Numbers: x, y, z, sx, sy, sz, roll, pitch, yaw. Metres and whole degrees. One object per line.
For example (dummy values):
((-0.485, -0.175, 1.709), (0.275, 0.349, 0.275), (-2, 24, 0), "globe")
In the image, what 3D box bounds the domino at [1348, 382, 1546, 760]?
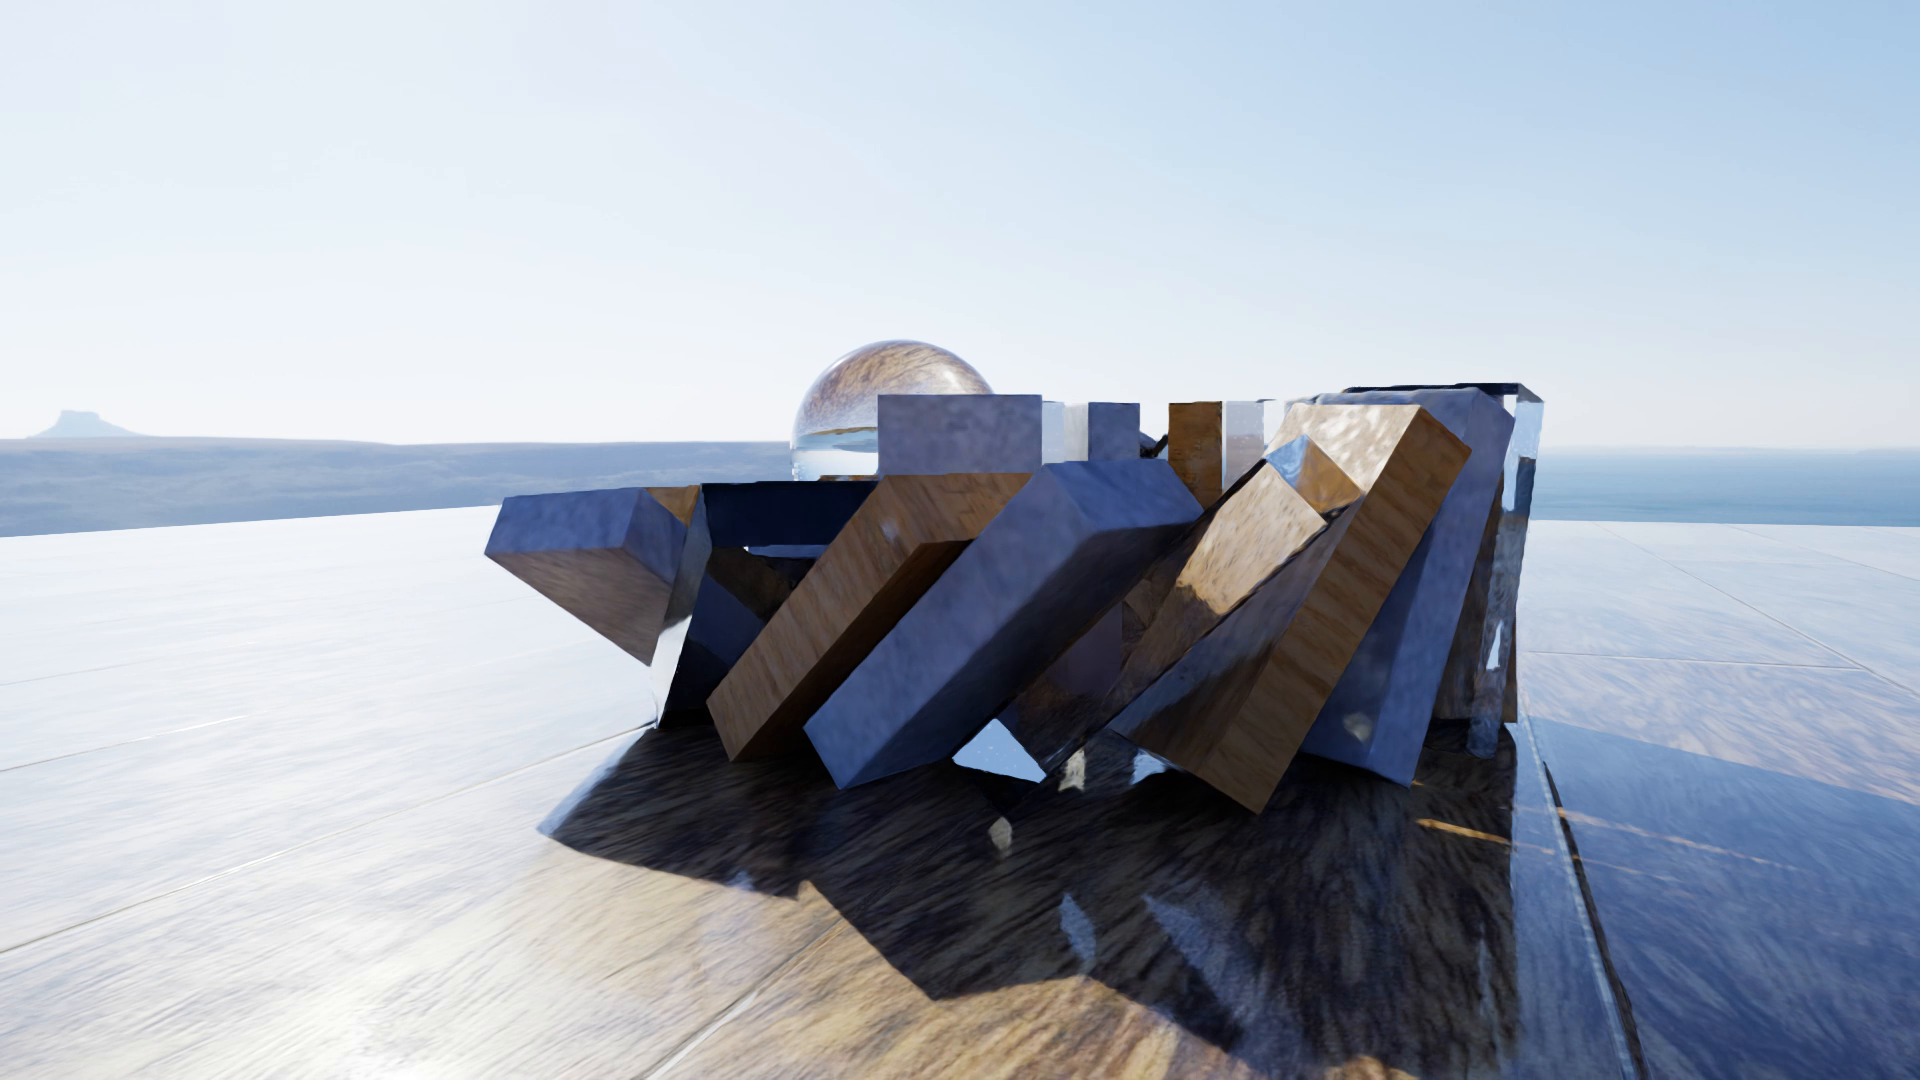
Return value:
((0.065, 0.004, 0.181), (0.025, 0.050, 0.009), (5, -9, 45), "domino")

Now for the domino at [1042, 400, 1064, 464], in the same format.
((0.008, 0.000, 0.238), (0.009, 0.050, 0.025), (-3, 5, -31), "domino")

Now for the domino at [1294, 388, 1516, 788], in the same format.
((0.053, 0.005, 0.170), (0.009, 0.050, 0.025), (26, -11, -33), "domino")

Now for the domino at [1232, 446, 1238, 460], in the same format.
((0.069, -0.012, 0.415), (0.009, 0.050, 0.025), (40, 15, 14), "domino")

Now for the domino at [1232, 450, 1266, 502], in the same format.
((0.084, -0.009, 0.401), (0.050, 0.010, 0.025), (-40, -21, 19), "domino")

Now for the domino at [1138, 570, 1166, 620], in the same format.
((0.028, 0.002, 0.302), (0.025, 0.010, 0.050), (3, -29, 34), "domino")

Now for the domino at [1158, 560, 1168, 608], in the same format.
((0.040, 0.001, 0.318), (0.025, 0.009, 0.050), (3, -27, 31), "domino")

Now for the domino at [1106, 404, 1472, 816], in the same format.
((0.039, 0.007, 0.159), (0.009, 0.050, 0.025), (34, -6, -20), "domino")

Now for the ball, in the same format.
((-0.021, -0.032, 0.464), (0.080, 0.080, 0.080), (0, 4, 0), "ball")

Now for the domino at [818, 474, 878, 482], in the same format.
((-0.007, 0.005, 0.263), (0.025, 0.009, 0.050), (3, -29, 38), "domino")

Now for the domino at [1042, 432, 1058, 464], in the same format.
((0.015, -0.014, 0.440), (0.009, 0.050, 0.025), (37, 16, 15), "domino")

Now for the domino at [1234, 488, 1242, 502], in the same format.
((0.081, -0.002, 0.370), (0.025, 0.009, 0.050), (9, -24, -23), "domino")

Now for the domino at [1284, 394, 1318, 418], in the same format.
((0.068, 0.001, 0.214), (0.025, 0.050, 0.009), (-1, 1, -15), "domino")

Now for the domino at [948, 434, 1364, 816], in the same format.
((0.023, 0.010, 0.148), (0.050, 0.009, 0.025), (-46, -10, 24), "domino")

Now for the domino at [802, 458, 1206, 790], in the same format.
((0.005, 0.010, 0.156), (0.025, 0.009, 0.050), (-6, -35, -51), "domino")

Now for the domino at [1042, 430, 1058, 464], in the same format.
((0.026, -0.013, 0.435), (0.009, 0.050, 0.025), (37, 16, 15), "domino")

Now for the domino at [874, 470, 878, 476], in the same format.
((0.004, 0.002, 0.273), (0.025, 0.009, 0.050), (3, -29, 38), "domino")

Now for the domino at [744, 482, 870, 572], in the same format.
((-0.016, 0.006, 0.249), (0.025, 0.009, 0.050), (3, -28, 38), "domino")

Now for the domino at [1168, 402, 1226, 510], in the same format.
((0.046, -0.001, 0.244), (0.009, 0.050, 0.025), (1, 4, 16), "domino")

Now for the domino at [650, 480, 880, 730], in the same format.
((-0.027, 0.010, 0.179), (0.025, 0.009, 0.050), (-2, -32, -23), "domino")

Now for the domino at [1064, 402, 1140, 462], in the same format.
((0.026, -0.001, 0.244), (0.009, 0.050, 0.025), (-1, 4, -9), "domino")

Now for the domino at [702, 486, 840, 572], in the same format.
((-0.027, 0.007, 0.235), (0.025, 0.009, 0.050), (3, -27, 36), "domino")

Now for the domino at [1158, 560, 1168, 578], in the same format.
((0.051, 0.000, 0.334), (0.025, 0.009, 0.050), (2, -27, 26), "domino")

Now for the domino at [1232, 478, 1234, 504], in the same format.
((0.062, -0.001, 0.351), (0.025, 0.010, 0.050), (2, -26, 14), "domino")

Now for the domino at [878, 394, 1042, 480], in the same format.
((0.000, 0.002, 0.201), (0.025, 0.050, 0.010), (0, 4, 0), "domino")

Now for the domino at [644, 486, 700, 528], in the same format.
((-0.038, 0.008, 0.219), (0.025, 0.009, 0.050), (0, -29, 36), "domino")

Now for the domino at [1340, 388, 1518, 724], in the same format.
((0.071, 0.002, 0.197), (0.025, 0.050, 0.010), (1, -5, 10), "domino")

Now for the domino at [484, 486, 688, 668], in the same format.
((-0.046, 0.009, 0.199), (0.025, 0.009, 0.050), (-3, -30, 25), "domino")

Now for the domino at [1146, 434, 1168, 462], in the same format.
((0.059, -0.012, 0.421), (0.009, 0.050, 0.025), (40, 17, 14), "domino")

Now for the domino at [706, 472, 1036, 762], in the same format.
((-0.010, 0.011, 0.167), (0.025, 0.009, 0.050), (-4, -33, -43), "domino")

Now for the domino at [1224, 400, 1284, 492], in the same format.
((0.060, 0.000, 0.231), (0.025, 0.050, 0.009), (-3, 5, -31), "domino")

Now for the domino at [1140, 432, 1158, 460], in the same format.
((0.048, -0.013, 0.427), (0.009, 0.050, 0.025), (37, 16, 15), "domino")
